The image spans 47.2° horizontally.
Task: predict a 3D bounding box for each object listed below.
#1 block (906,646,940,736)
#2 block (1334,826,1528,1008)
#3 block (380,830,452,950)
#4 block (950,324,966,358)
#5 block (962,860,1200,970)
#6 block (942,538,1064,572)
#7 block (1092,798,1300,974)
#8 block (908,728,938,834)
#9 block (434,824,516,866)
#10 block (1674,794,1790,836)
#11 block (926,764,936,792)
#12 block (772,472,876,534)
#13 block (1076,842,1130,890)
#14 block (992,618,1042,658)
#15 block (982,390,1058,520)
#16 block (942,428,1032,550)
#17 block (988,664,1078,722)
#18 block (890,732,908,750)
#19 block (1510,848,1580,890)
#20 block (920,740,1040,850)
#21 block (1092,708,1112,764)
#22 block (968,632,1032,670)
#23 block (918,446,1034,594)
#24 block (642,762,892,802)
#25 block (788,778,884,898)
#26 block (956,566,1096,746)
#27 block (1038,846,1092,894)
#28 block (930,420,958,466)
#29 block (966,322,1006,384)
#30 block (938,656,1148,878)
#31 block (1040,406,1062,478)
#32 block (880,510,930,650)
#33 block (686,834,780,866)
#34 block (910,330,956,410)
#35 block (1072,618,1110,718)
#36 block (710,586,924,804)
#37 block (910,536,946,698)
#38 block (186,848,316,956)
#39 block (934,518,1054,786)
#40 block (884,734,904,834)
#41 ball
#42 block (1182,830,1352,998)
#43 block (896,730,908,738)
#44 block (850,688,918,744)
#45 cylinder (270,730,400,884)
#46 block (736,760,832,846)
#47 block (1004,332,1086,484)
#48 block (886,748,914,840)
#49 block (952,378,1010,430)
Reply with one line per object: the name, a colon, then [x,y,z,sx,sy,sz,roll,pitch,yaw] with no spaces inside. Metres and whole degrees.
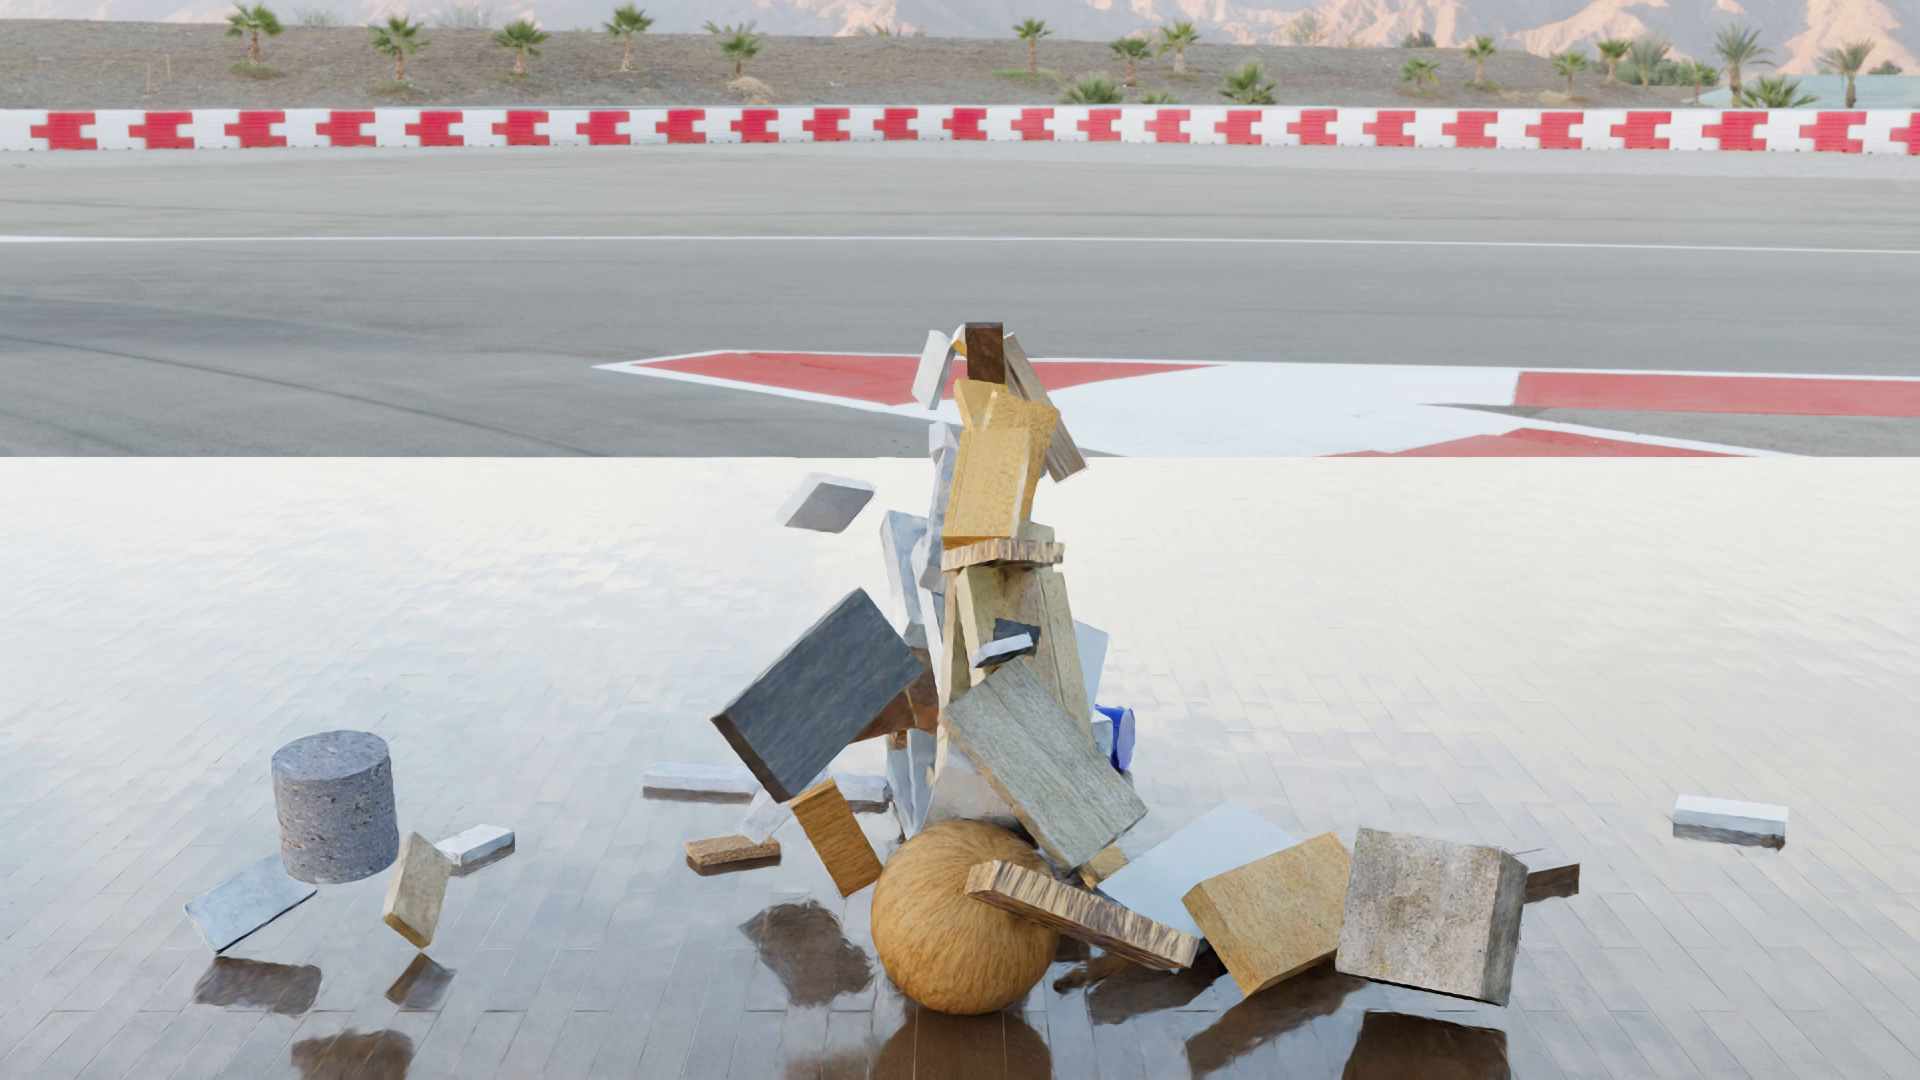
block: [-0.106,0.227,3.668,0.343,0.049,0.171,16,30,37]
block: [0.672,0.536,3.121,0.203,0.203,0.203,6,-12,26]
block: [-0.853,0.549,3.457,0.025,0.088,0.175,-30,32,21]
block: [0.041,-0.320,3.863,0.128,0.018,0.064,41,27,-14]
block: [0.163,0.511,2.990,0.294,0.042,0.147,23,-17,-10]
block: [0.063,0.027,3.381,0.109,0.031,0.219,4,-7,-23]
block: [0.397,0.551,3.565,0.173,0.049,0.525,31,23,22]
block: [0.011,0.428,3.634,0.176,0.050,0.351,1,33,-6]
block: [-0.864,0.538,3.889,0.074,0.021,0.149,5,12,27]
block: [1.420,0.506,4.047,0.194,0.027,0.097,5,11,23]
block: [0.003,0.399,3.459,0.084,0.024,0.168,11,11,-13]
block: [-0.239,-0.065,3.908,0.030,0.104,0.209,46,16,21]
block: [0.244,0.543,3.529,0.097,0.027,0.194,4,38,-46]
block: [0.083,0.144,3.234,0.067,0.019,0.134,12,-14,3]
block: [0.072,-0.105,3.610,0.109,0.259,0.031,15,3,-16]
block: [0.043,-0.082,3.465,0.109,0.031,0.219,-1,52,15]
block: [0.093,0.251,3.218,0.143,0.072,0.020,33,-27,6]
block: [-0.038,0.418,4.036,0.157,0.044,0.313,-1,35,-8]
block: [0.946,0.563,3.739,0.193,0.027,0.097,-5,12,-27]
block: [0.030,0.443,3.298,0.173,0.346,0.049,17,47,0]
block: [0.155,0.413,4.094,0.193,0.193,0.193,-4,11,-19]
block: [0.058,0.162,3.185,0.067,0.019,0.134,-13,-9,-12]
block: [0.032,-0.018,3.718,0.167,0.047,0.335,18,37,-8]
block: [-0.371,0.468,4.260,0.480,0.025,0.088,2,11,12]
block: [-0.178,0.434,3.203,0.072,0.183,0.020,-28,28,-3]
block: [0.100,0.198,3.334,0.165,0.329,0.047,4,-32,-22]
block: [0.090,0.478,3.660,0.175,0.050,0.351,-3,34,-13]
block: [0.001,-0.105,3.981,0.030,0.209,0.104,-21,27,12]
block: [0.044,-0.314,3.757,0.063,0.126,0.018,0,37,5]
block: [0.118,0.322,3.152,0.147,0.294,0.042,-34,-16,-24]
block: [0.131,-0.175,3.871,0.064,0.128,0.018,6,23,-17]
block: [-0.035,0.075,3.768,0.167,0.047,0.335,12,31,-17]
block: [-0.399,0.542,3.870,0.148,0.021,0.074,-5,12,-27]
block: [-0.047,-0.303,3.926,0.018,0.128,0.064,-3,34,-37]
block: [0.118,0.256,3.364,0.165,0.329,0.047,23,-37,-10]
block: [-0.191,0.209,3.007,0.294,0.147,0.042,-43,10,-36]
block: [0.036,0.174,3.574,0.167,0.047,0.448,9,41,-20]
block: [-1.107,0.562,3.435,0.175,0.088,0.025,-32,-11,-32]
block: [0.058,0.175,3.449,0.165,0.489,0.047,14,-35,-16]
block: [-0.050,0.423,4.109,0.157,0.044,0.313,-2,35,-8]
ball: [0.009,0.542,3.166,0.278,0.278,0.278,0,11,0]
block: [0.507,0.567,3.367,0.346,0.049,0.173,-11,59,-45]
block: [-0.059,0.279,4.167,0.157,0.044,0.313,-1,23,-7]
block: [-0.141,0.257,3.250,0.143,0.072,0.020,-16,11,11]
cylinder: [-0.952,0.406,3.354,0.173,0.173,0.173,-1,20,0]
block: [-0.267,0.374,3.835,0.049,0.171,0.343,40,31,-7]
block: [0.129,-0.229,3.822,0.063,0.270,0.018,-29,15,5]
block: [-0.004,0.480,3.735,0.175,0.050,0.351,-4,35,-13]
block: [0.052,-0.200,3.703,0.093,0.026,0.185,7,40,-22]
